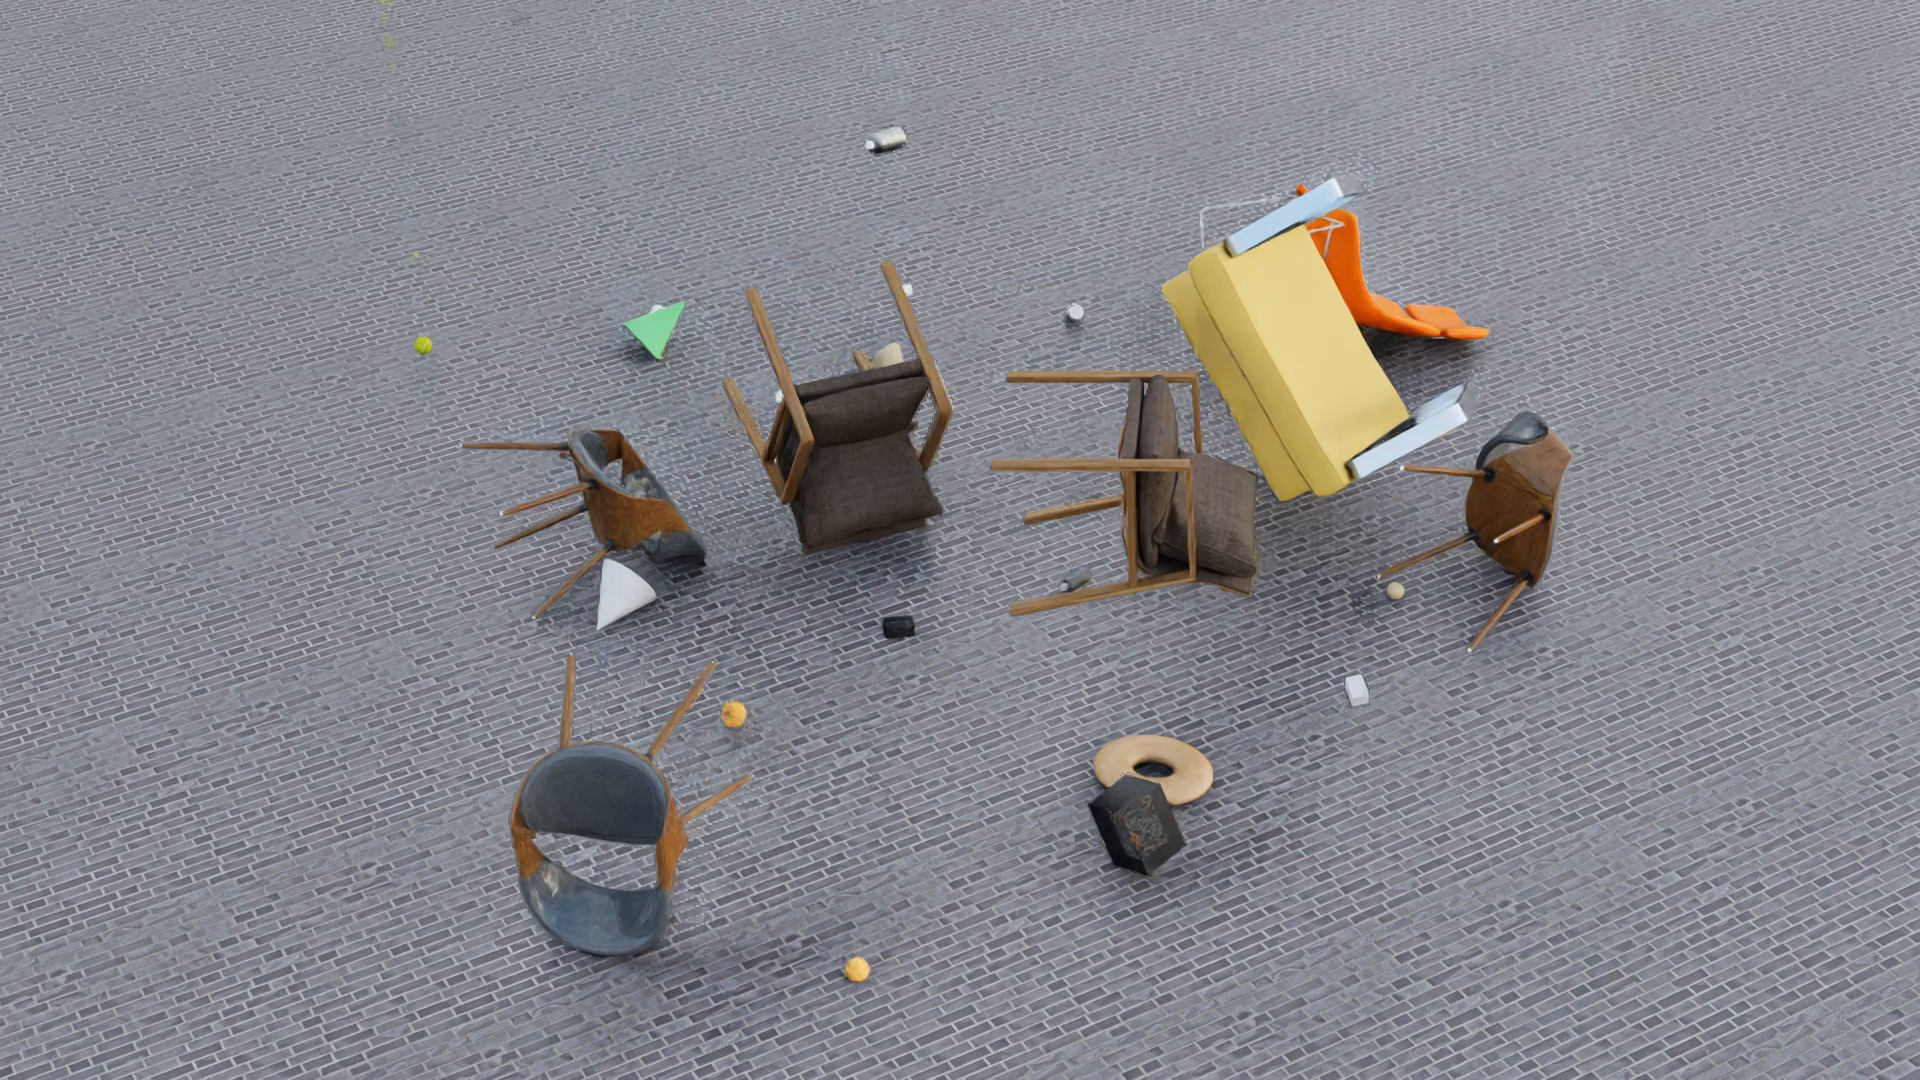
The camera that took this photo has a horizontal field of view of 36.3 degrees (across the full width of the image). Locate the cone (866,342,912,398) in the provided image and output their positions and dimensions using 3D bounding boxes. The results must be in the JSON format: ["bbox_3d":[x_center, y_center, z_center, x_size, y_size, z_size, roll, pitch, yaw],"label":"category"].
[{"bbox_3d":[-0.253,-0.653,11.852,0.140,0.204,0.215,-14,60,-45],"label":"cone"}]

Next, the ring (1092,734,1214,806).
[{"bbox_3d":[0.641,0.763,9.721,0.407,0.075,0.349,12,35,19],"label":"ring"}]

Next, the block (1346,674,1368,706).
[{"bbox_3d":[1.271,0.481,9.387,0.054,0.048,0.080,-14,54,-2],"label":"block"}]

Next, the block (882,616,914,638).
[{"bbox_3d":[-0.218,0.309,10.434,0.105,0.045,0.066,-5,34,-8],"label":"block"}]

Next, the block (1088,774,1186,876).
[{"bbox_3d":[0.561,0.903,9.292,0.171,0.238,0.172,-36,26,-27],"label":"block"}]

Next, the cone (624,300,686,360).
[{"bbox_3d":[-1.221,-0.903,12.065,0.256,0.159,0.251,-43,50,-4],"label":"cone"}]

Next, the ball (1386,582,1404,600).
[{"bbox_3d":[1.575,0.185,10.606,0.064,0.064,0.064,0,33,0],"label":"ball"}]

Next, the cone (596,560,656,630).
[{"bbox_3d":[-1.241,0.234,10.503,0.158,0.238,0.234,-21,33,58],"label":"cone"}]
